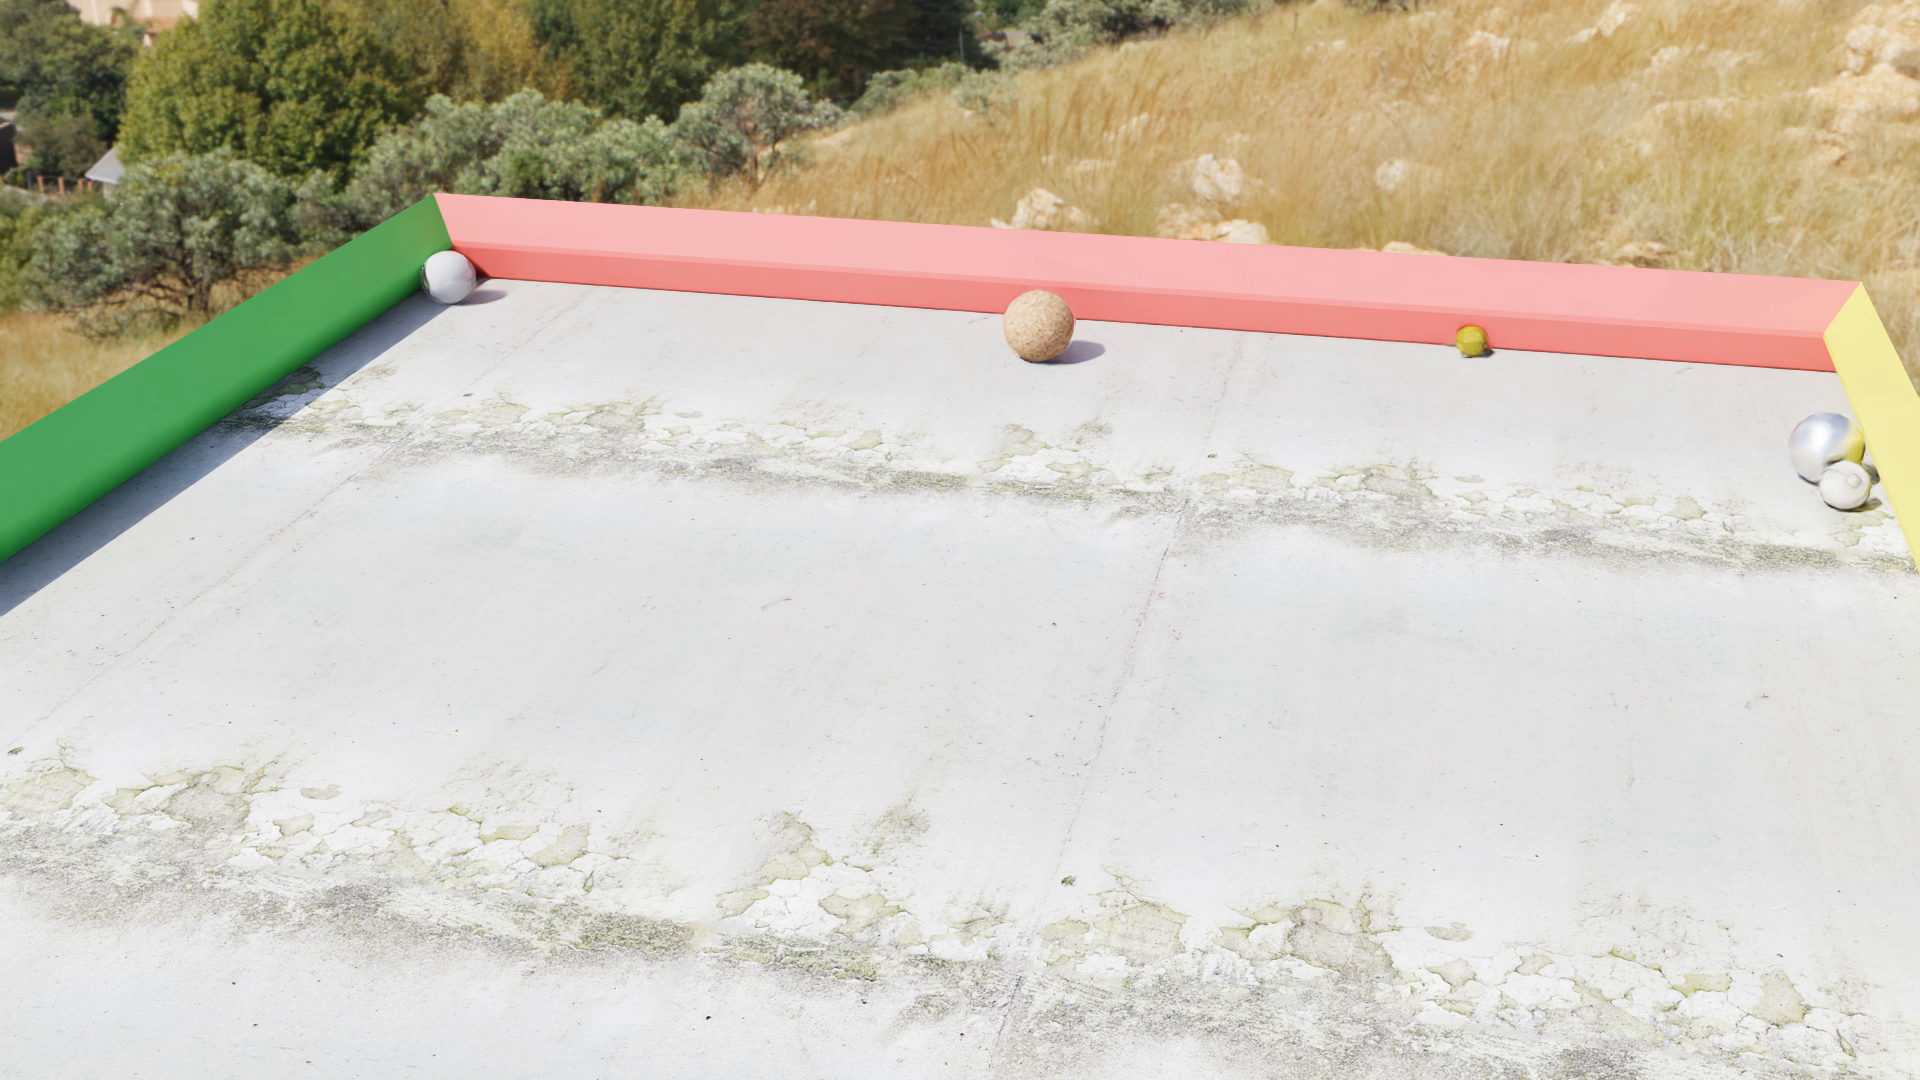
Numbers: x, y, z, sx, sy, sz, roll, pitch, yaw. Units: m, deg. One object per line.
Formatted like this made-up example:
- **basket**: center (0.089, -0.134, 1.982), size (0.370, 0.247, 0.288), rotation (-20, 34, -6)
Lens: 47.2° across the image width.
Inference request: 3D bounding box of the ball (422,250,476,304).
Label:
- **ball**: center (-0.769, -0.396, 3.311), size (0.079, 0.079, 0.079), rotation (0, 24, 0)

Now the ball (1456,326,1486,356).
- **ball**: center (0.718, -0.279, 3.089), size (0.043, 0.043, 0.043), rotation (0, 24, 0)

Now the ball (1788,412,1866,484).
- **ball**: center (1.044, -0.111, 2.651), size (0.087, 0.087, 0.087), rotation (0, 24, 0)

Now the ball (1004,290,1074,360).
- **ball**: center (0.110, -0.300, 3.067), size (0.099, 0.099, 0.099), rotation (0, 24, 0)

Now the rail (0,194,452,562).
- **rail**: center (-1.201, 0.237, 1.805), size (0.045, 0.128, 3.642), rotation (5, 24, 12)

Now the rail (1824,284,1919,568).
- **rail**: center (0.794, 0.421, 1.387), size (0.045, 0.128, 3.642), rotation (5, 24, 12)

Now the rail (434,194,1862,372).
- **rail**: center (0.198, -0.376, 3.200), size (2.094, 0.128, 0.045), rotation (5, 24, 12)

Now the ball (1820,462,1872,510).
- **ball**: center (1.040, -0.064, 2.583), size (0.056, 0.056, 0.056), rotation (0, 24, 0)
